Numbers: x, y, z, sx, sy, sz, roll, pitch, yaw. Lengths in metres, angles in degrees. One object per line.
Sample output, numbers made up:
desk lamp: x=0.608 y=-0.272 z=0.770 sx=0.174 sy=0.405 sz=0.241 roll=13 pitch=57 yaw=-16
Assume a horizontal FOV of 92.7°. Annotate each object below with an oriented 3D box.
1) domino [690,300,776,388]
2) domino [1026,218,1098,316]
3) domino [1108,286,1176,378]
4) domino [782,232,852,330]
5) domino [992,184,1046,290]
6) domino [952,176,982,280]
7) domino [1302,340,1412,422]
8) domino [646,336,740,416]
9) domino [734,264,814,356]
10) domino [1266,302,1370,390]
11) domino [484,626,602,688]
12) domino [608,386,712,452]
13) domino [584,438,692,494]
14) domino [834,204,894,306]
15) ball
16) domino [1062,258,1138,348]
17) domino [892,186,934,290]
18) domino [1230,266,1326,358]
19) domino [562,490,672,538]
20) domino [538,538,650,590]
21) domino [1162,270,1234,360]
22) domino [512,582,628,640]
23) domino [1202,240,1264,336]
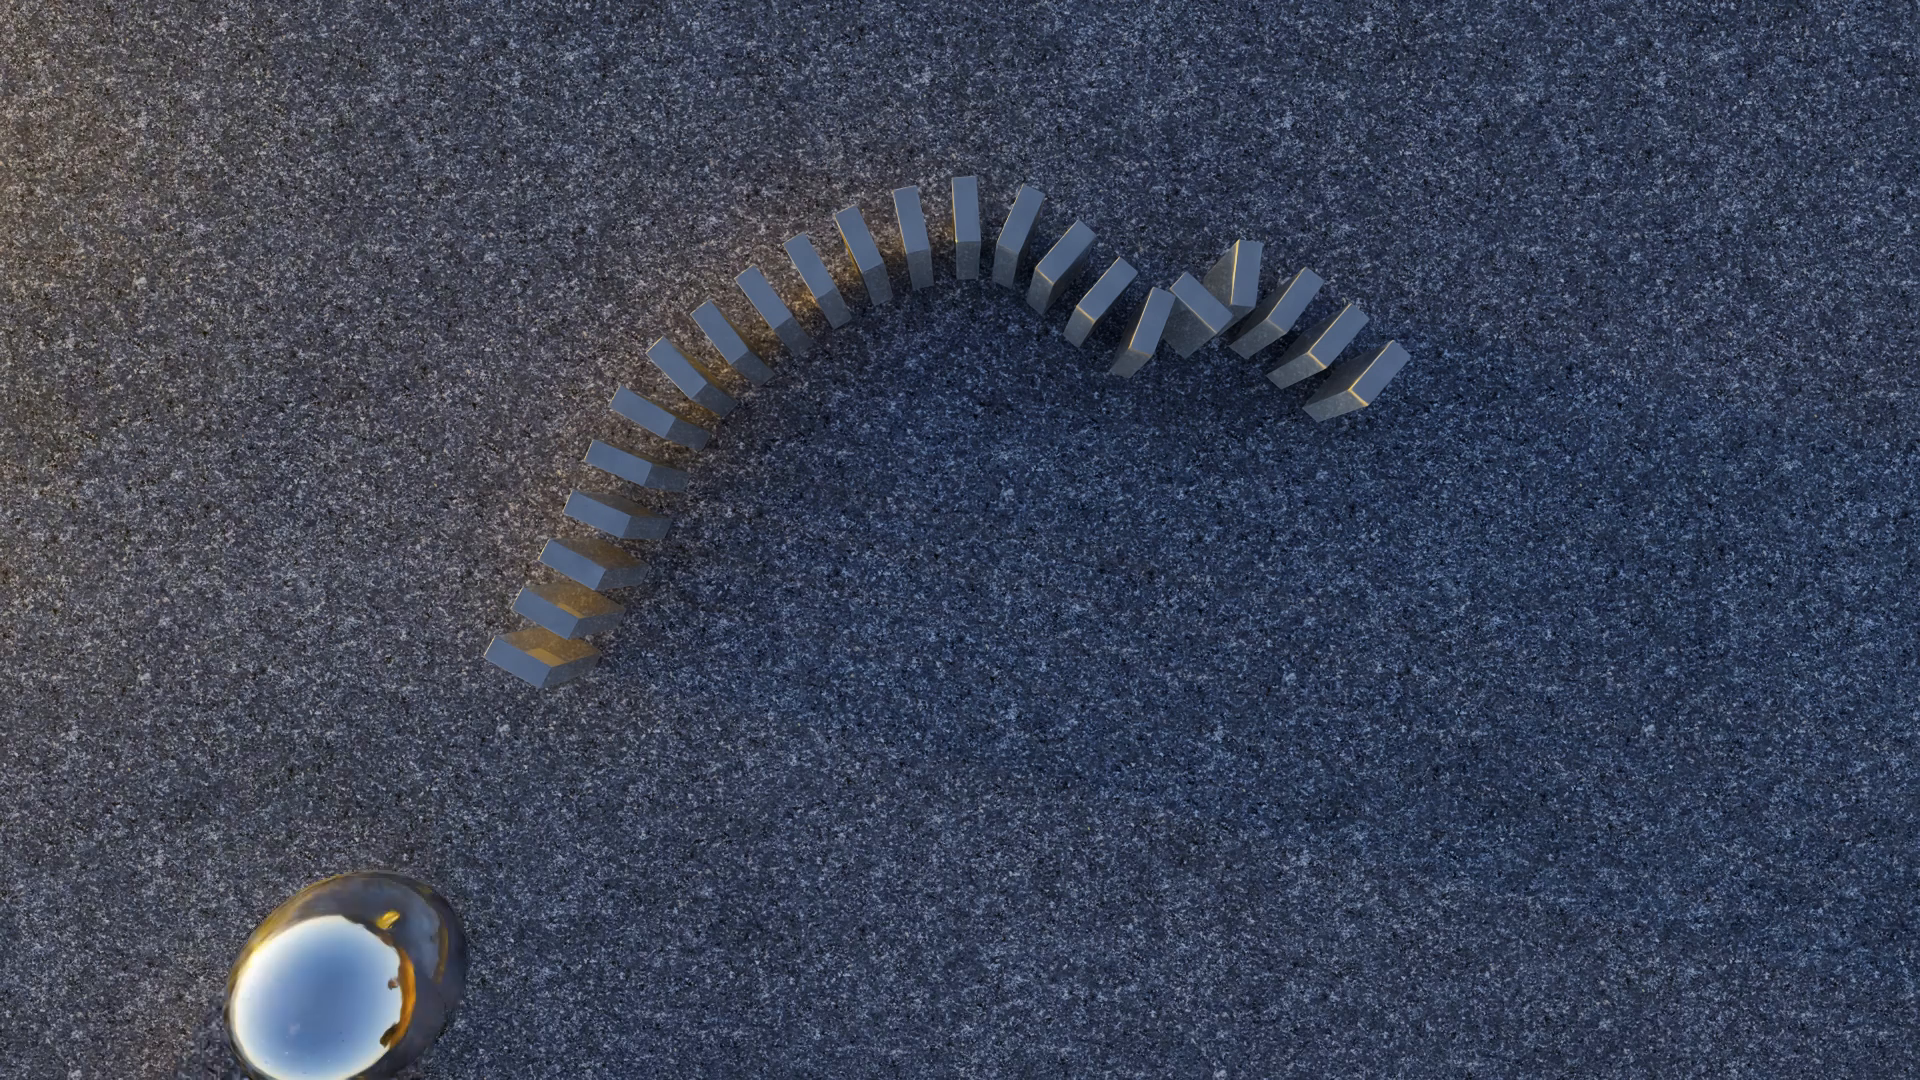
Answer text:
domino: x=-0.092 y=-0.079 z=0.375 sx=0.009 sy=0.050 sz=0.025 roll=-38 pitch=90 yaw=0
domino: x=0.041 y=-0.110 z=0.375 sx=0.009 sy=0.050 sz=0.025 roll=42 pitch=90 yaw=0
domino: x=0.074 y=-0.084 z=0.375 sx=0.010 sy=0.050 sz=0.025 roll=21 pitch=90 yaw=0
domino: x=-0.057 y=-0.105 z=0.375 sx=0.009 sy=0.050 sz=0.025 roll=-31 pitch=90 yaw=0
domino: x=0.023 y=-0.123 z=0.375 sx=0.010 sy=0.050 sz=0.025 roll=24 pitch=90 yaw=0
domino: x=0.002 y=-0.126 z=0.375 sx=0.009 sy=0.050 sz=0.025 roll=-4 pitch=90 yaw=0
domino: x=0.161 y=-0.064 z=0.375 sx=0.009 sy=0.050 sz=0.025 roll=41 pitch=90 yaw=0
domino: x=-0.108 y=-0.066 z=0.375 sx=0.009 sy=0.050 sz=0.025 roll=-44 pitch=90 yaw=0
domino: x=-0.075 y=-0.093 z=0.375 sx=0.010 sy=0.050 sz=0.025 roll=-37 pitch=90 yaw=0
domino: x=0.145 y=-0.078 z=0.375 sx=0.010 sy=0.050 sz=0.025 roll=41 pitch=90 yaw=0
domino: x=-0.169 y=0.047 z=0.375 sx=0.025 sy=0.050 sz=0.010 roll=29 pitch=90 yaw=0
domino: x=-0.121 y=-0.049 z=0.375 sx=0.025 sy=0.050 sz=0.009 roll=30 pitch=90 yaw=0
domino: x=-0.131 y=-0.030 z=0.375 sx=0.025 sy=0.050 sz=0.010 roll=23 pitch=90 yaw=0
domino: x=-0.039 y=-0.115 z=0.375 sx=0.010 sy=0.050 sz=0.025 roll=-26 pitch=90 yaw=0
ball: x=-0.239 y=0.173 z=0.360 sx=0.080 sy=0.080 sz=0.080 roll=0 pitch=90 yaw=0
domino: x=0.056 y=-0.096 z=0.375 sx=0.010 sy=0.050 sz=0.025 roll=41 pitch=90 yaw=0
domino: x=-0.019 y=-0.122 z=0.375 sx=0.009 sy=0.050 sz=0.025 roll=-12 pitch=90 yaw=0
domino: x=0.128 y=-0.092 z=0.375 sx=0.010 sy=0.050 sz=0.025 roll=37 pitch=90 yaw=0
domino: x=-0.139 y=-0.010 z=0.375 sx=0.025 sy=0.050 sz=0.010 roll=23 pitch=90 yaw=0
domino: x=-0.148 y=0.009 z=0.375 sx=0.025 sy=0.050 sz=0.010 roll=28 pitch=90 yaw=0
domino: x=0.092 y=-0.091 z=0.375 sx=0.025 sy=0.050 sz=0.010 roll=44 pitch=90 yaw=0
domino: x=-0.158 y=0.028 z=0.375 sx=0.025 sy=0.050 sz=0.009 roll=29 pitch=90 yaw=0
domino: x=0.110 y=-0.102 z=0.375 sx=0.010 sy=0.050 sz=0.025 roll=7 pitch=90 yaw=0
